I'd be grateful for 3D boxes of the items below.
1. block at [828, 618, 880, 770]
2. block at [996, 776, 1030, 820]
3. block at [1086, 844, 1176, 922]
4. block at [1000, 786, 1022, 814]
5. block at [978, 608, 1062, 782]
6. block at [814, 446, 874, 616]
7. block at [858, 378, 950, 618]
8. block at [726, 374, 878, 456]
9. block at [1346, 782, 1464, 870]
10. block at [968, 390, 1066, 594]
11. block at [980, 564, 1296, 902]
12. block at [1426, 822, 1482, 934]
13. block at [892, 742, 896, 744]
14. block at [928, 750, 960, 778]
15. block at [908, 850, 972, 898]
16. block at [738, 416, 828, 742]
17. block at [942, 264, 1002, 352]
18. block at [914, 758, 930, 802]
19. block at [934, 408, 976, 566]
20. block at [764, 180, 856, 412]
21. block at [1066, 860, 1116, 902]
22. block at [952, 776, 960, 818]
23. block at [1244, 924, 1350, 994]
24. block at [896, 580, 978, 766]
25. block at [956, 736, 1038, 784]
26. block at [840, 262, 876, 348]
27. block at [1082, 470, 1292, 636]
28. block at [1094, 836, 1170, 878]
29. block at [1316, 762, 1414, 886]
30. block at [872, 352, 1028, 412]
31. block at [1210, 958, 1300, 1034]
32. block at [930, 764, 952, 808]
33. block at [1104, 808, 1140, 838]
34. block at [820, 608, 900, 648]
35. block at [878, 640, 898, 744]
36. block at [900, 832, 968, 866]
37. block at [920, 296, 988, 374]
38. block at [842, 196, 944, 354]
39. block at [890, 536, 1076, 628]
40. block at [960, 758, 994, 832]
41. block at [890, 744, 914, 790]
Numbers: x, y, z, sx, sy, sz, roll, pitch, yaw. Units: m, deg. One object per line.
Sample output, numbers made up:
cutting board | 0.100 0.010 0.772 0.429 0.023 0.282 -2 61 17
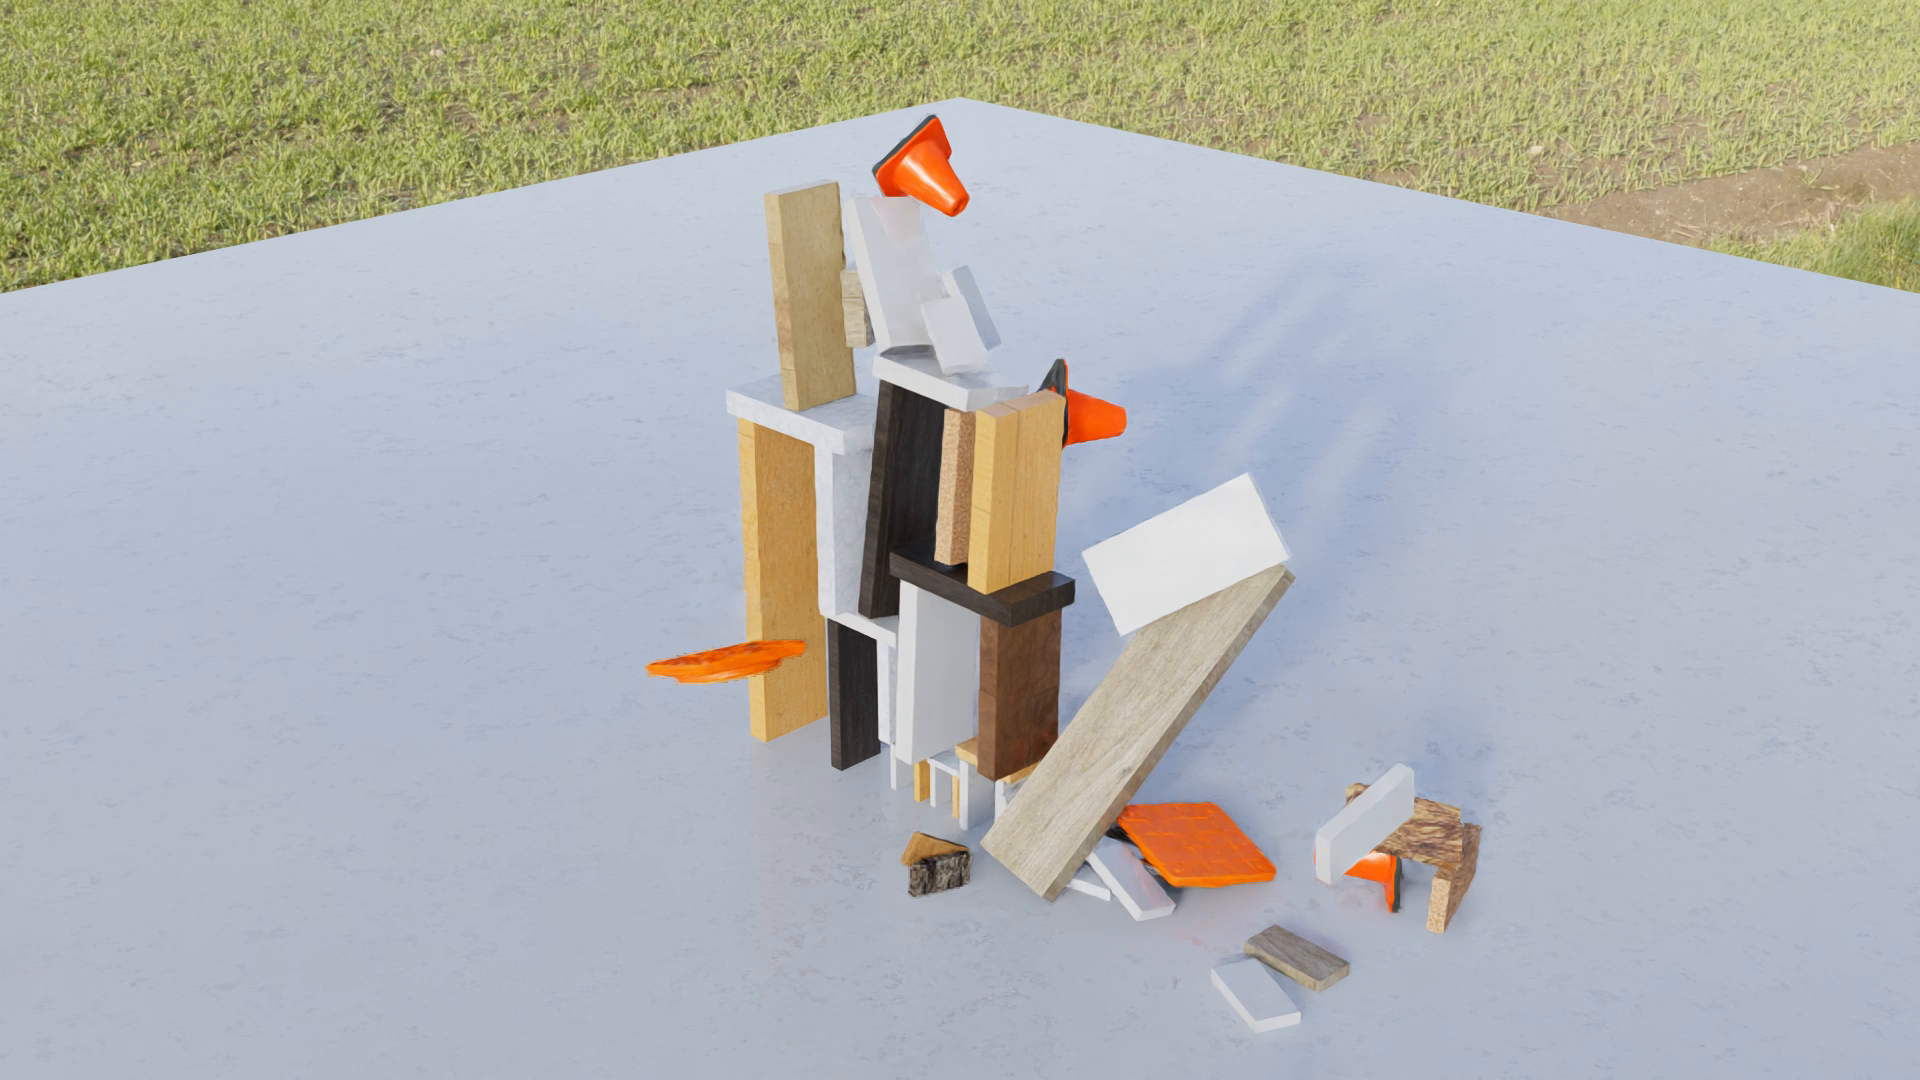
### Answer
block | -0.221 0.306 4.597 0.113 0.345 0.032 -21 31 -41
block | 0.105 0.525 4.326 0.077 0.155 0.022 -19 30 -38
block | 0.320 0.642 4.133 0.086 0.024 0.173 -3 37 -38
block | 0.109 0.548 4.305 0.064 0.129 0.018 -15 28 -31
block | 0.114 0.280 4.216 0.169 0.338 0.048 -19 31 -38
block | -0.206 -0.040 4.436 0.177 0.355 0.050 -21 31 -41
block | -0.109 -0.085 4.365 0.148 0.481 0.042 -7 21 -38
block | -0.289 -0.260 4.436 0.355 0.050 0.177 21 31 41
block | 0.814 0.525 4.031 0.225 0.032 0.113 15 58 -16
block | 0.104 -0.089 4.074 0.176 0.353 0.050 -19 33 -39
block | 0.337 0.327 4.185 0.176 0.768 0.050 36 -1 36
block | 0.928 0.632 4.127 0.032 0.112 0.225 13 26 24
block | -0.094 0.413 4.498 0.053 0.015 0.105 -21 31 -40
block | -0.016 0.451 4.437 0.095 0.014 0.048 21 31 41
block | -0.037 0.632 4.166 0.129 0.064 0.018 -7 21 -37
block | -0.372 0.068 4.664 0.050 0.732 0.177 21 31 41
block | 0.023 -0.455 4.351 0.024 0.172 0.086 -22 5 27
block | -0.069 0.478 4.498 0.053 0.105 0.015 -21 31 -41
block | 0.030 -0.110 4.180 0.148 0.296 0.042 -12 24 -42
block | -0.294 -0.483 4.343 0.044 0.430 0.156 15 27 43
block | 0.239 0.641 4.220 0.161 0.023 0.081 15 27 31
block | 0.006 0.510 4.437 0.014 0.095 0.048 21 31 41
block | 0.605 0.752 3.957 0.086 0.024 0.173 -20 30 -39
block | -0.046 0.241 4.380 0.169 0.394 0.048 -20 32 -40
block | 0.073 0.429 4.323 0.077 0.022 0.155 -20 31 -39
block | -0.157 -0.508 4.489 0.044 0.156 0.312 3 20 20
block | 0.426 0.026 4.151 0.353 0.176 0.050 -26 -2 17
block | 0.318 0.612 4.258 0.161 0.023 0.081 17 12 31
block | 0.712 0.498 3.863 0.225 0.113 0.032 -34 45 -27
block | -0.021 -0.306 4.218 0.148 0.042 0.296 -7 21 -38
block | 0.517 0.797 3.851 0.086 0.024 0.173 -8 24 -18
block | -0.039 0.492 4.478 0.014 0.095 0.048 21 31 41
block | 0.271 0.572 4.383 0.161 0.023 0.081 -14 27 -30
block | -0.168 0.153 4.474 0.113 0.032 0.225 -21 31 -40
block | -0.115 0.293 4.475 0.112 0.225 0.032 -21 31 -40
block | -0.047 0.600 4.189 0.129 0.064 0.018 23 5 -38
block | -0.011 -0.393 4.211 0.086 0.024 0.172 -8 54 -16
block | -0.121 -0.524 4.336 0.156 0.312 0.044 -7 -13 -37
block | 0.040 0.071 4.214 0.169 0.048 0.338 -20 30 -39
block | 0.034 0.497 4.391 0.022 0.155 0.077 22 31 40
block | -0.119 0.459 4.544 0.053 0.105 0.015 -21 31 -40
